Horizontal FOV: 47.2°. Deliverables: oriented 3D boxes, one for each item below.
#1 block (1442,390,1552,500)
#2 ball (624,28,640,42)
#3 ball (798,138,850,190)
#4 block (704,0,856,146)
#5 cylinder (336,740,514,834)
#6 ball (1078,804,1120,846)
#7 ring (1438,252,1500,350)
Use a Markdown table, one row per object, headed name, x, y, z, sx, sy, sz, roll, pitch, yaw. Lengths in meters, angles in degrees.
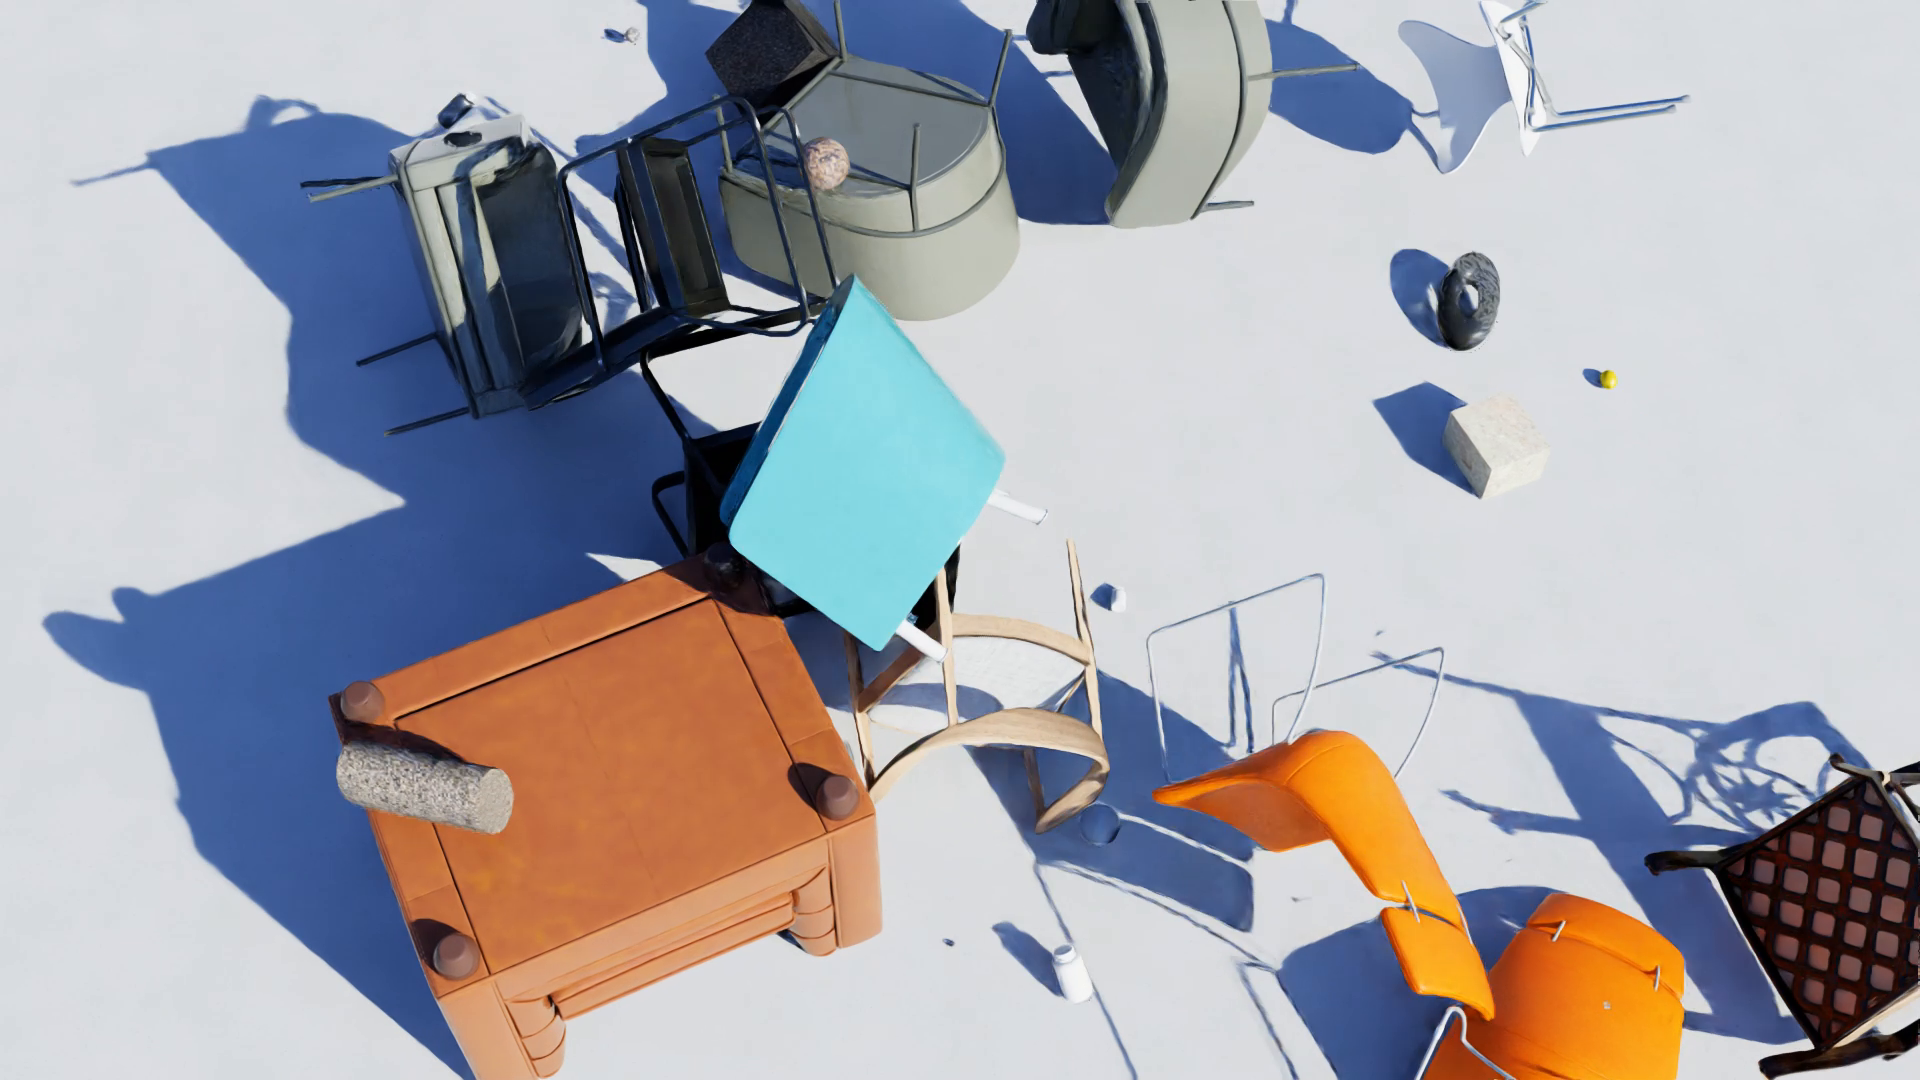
| name | x | y | z | sx | sy | sz | roll | pitch | yaw |
| --- | --- | --- | --- | --- | --- | --- | --- | --- | --- |
| block | 1.625 | -0.289 | 6.672 | 0.206 | 0.159 | 0.238 | -20 | 58 | -13 |
| ball | -1.147 | -1.765 | 7.686 | 0.051 | 0.051 | 0.051 | 0 | 56 | 0 |
| ball | -0.409 | -1.127 | 6.592 | 0.157 | 0.157 | 0.157 | 0 | 56 | 0 |
| block | -0.609 | -1.602 | 7.414 | 0.334 | 0.231 | 0.353 | -42 | 58 | 18 |
| cylinder | -1.252 | 0.579 | 5.164 | 0.339 | 0.291 | 0.147 | 11 | 72 | 7 |
| ball | 0.378 | 0.775 | 5.985 | 0.115 | 0.115 | 0.115 | 0 | 56 | 0 |
| ring | 1.619 | -0.760 | 6.995 | 0.196 | 0.082 | 0.345 | 14 | 73 | 3 |
